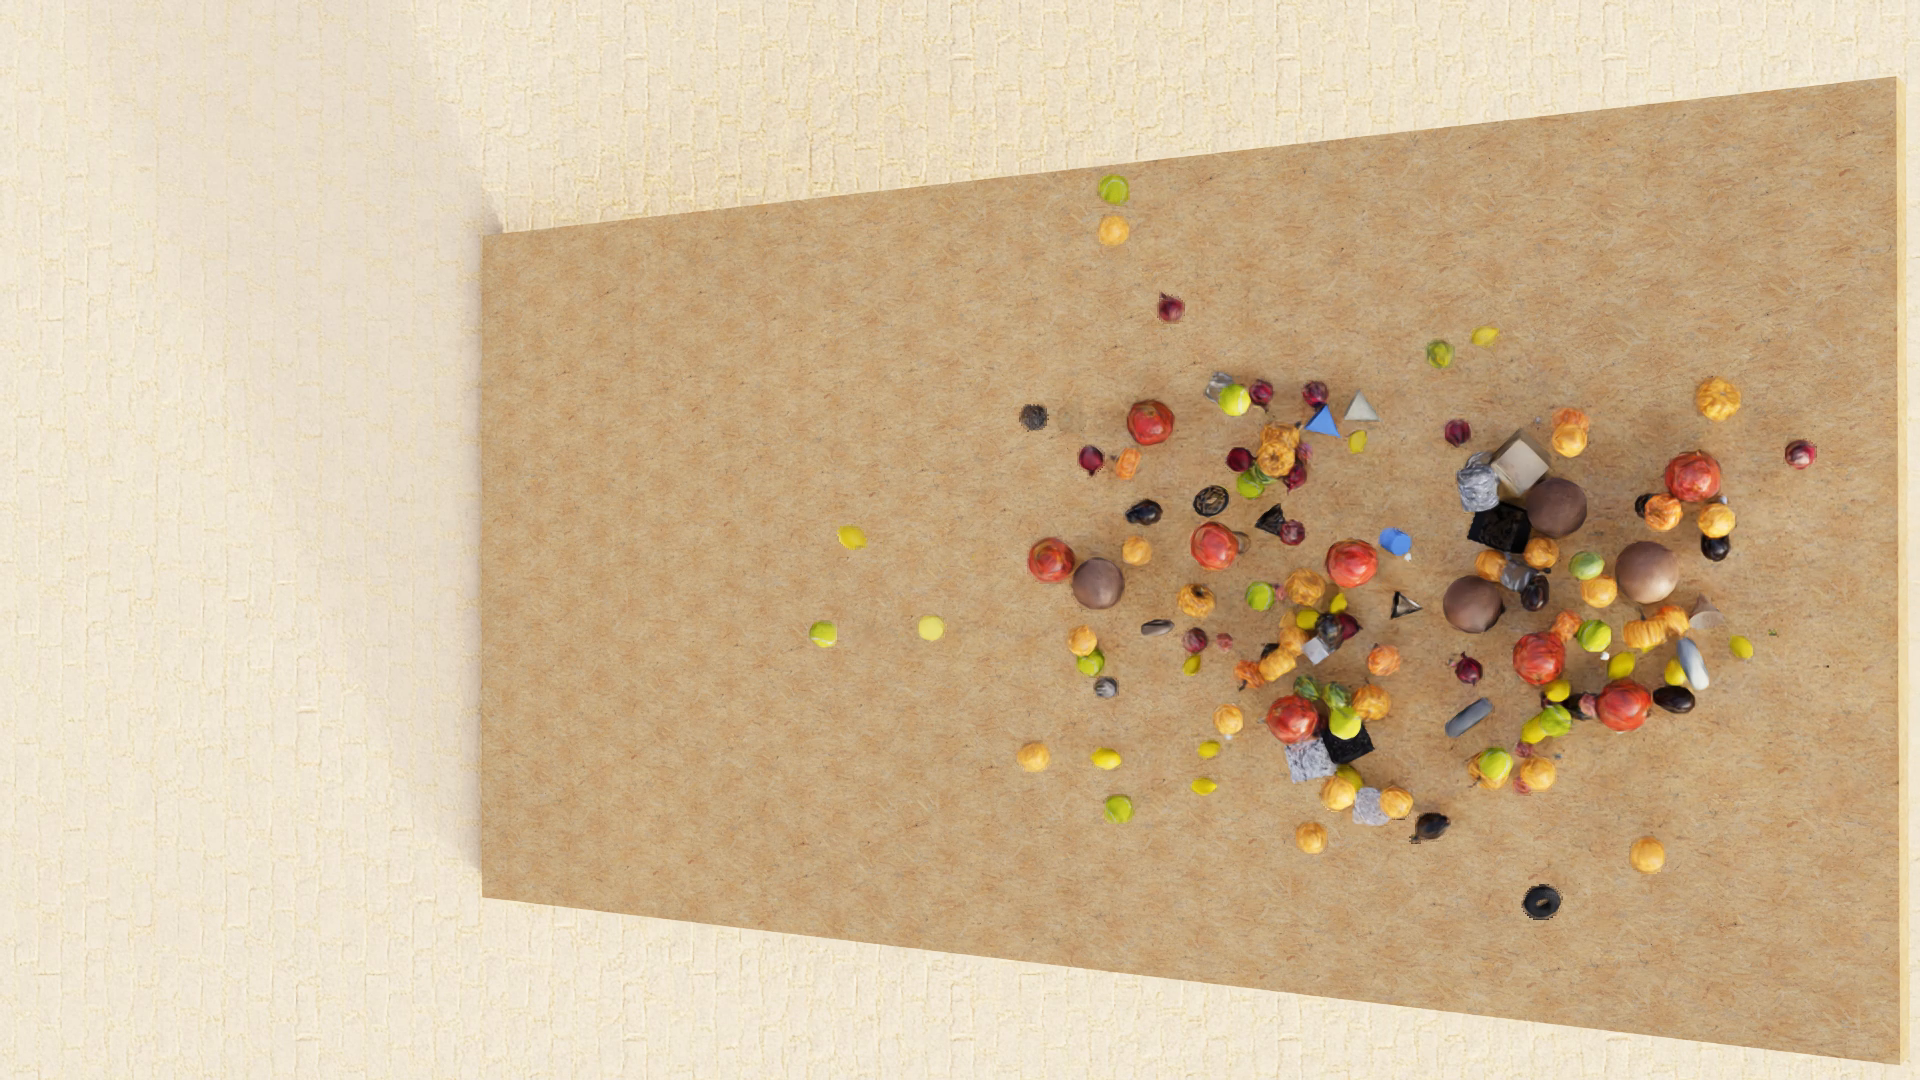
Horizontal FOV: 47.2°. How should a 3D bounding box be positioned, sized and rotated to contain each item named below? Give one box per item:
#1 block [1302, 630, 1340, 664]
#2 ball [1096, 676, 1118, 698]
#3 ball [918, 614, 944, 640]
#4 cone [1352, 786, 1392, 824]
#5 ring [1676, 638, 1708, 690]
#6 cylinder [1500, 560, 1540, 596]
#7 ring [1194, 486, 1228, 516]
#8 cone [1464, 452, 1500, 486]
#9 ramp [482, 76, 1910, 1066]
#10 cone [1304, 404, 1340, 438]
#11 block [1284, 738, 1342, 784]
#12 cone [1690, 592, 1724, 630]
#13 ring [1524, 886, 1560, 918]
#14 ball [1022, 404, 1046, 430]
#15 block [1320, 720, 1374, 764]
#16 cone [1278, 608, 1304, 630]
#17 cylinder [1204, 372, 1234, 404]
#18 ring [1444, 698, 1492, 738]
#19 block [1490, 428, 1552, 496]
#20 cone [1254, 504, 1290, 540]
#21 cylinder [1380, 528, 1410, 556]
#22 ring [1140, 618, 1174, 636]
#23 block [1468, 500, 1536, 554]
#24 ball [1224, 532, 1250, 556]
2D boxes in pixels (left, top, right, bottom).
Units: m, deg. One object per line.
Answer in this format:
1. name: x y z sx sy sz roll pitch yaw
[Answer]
1. block: 0.835 0.249 5.099 0.052 0.052 0.052 54 133 9
2. ball: 0.361 0.364 5.422 0.054 0.054 0.054 0 90 0
3. ball: -0.075 0.227 5.703 0.067 0.067 0.067 0 90 0
4. cone: 0.926 0.632 5.054 0.096 0.096 0.096 12 54 -17
5. ring: 1.530 0.259 4.592 0.038 0.113 0.113 -24 90 21
6. cylinder: 1.234 0.084 4.842 0.062 0.062 0.062 27 89 33
7. ring: 0.579 -0.089 5.073 0.086 0.086 0.029 -34 129 0
8. cone: 1.147 -0.153 4.887 0.091 0.091 0.091 0 89 33
9. ramp: 0.254 0.070 5.587 4.000 0.100 2.000 0 89 33
10. cone: 0.856 -0.263 5.113 0.078 0.078 0.078 40 90 -1
11. block: 0.819 0.509 5.097 0.087 0.087 0.087 -19 80 34
12. cone: 1.569 0.139 4.641 0.072 0.072 0.072 0 55 0
13. ring: 1.274 0.792 4.811 0.080 0.027 0.080 0 121 0
14. ball: 0.186 -0.310 5.539 0.062 0.062 0.062 0 90 0
15. block: 0.890 0.463 5.057 0.076 0.076 0.076 -32 69 29
16. cone: 0.783 0.196 5.163 0.054 0.054 0.054 31 90 2
17. cylinder: 0.619 -0.364 5.249 0.053 0.053 0.053 25 131 0
18. ring: 1.125 0.393 4.867 0.120 0.120 0.040 -36 80 0
19. block: 1.227 -0.171 4.815 0.092 0.092 0.092 43 114 0
20. cone: 0.751 -0.029 5.179 0.081 0.081 0.081 -42 95 0
21. cylinder: 0.987 0.003 4.991 0.052 0.052 0.052 -7 110 -20
22. ring: 0.465 0.206 5.185 0.081 0.081 0.027 -12 97 0
23. block: 1.194 -0.031 4.847 0.094 0.094 0.094 24 102 38
24. ball: 0.660 0.009 5.225 0.060 0.060 0.060 0 90 0
